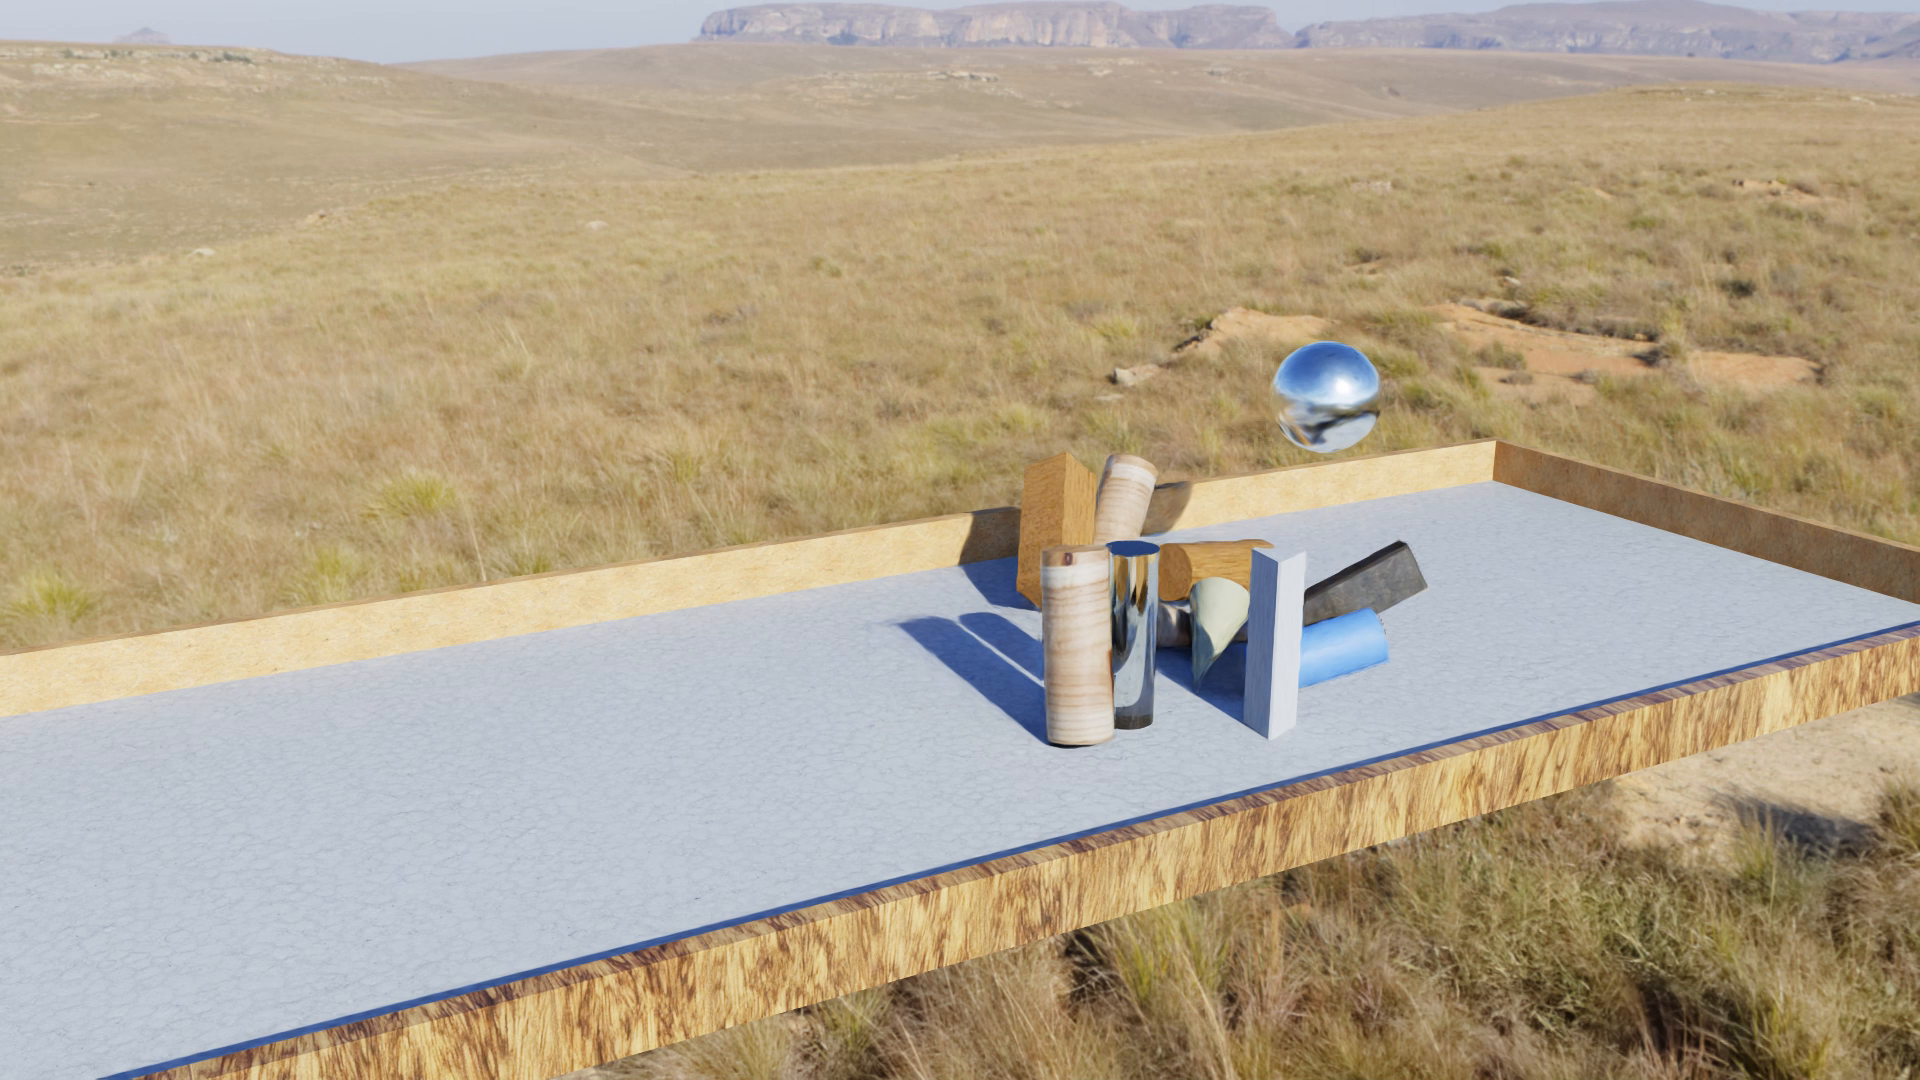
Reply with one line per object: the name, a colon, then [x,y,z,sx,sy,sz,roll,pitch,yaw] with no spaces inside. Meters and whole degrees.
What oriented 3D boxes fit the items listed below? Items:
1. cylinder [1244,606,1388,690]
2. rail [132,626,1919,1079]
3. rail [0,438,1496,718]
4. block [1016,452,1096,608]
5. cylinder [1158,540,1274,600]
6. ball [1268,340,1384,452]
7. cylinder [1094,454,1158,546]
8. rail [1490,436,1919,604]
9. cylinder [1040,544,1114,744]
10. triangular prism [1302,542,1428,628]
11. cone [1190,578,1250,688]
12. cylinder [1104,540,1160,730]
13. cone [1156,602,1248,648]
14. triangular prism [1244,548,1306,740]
cylinder: [0.866,0.276,4.017,0.316,0.140,0.140,-18,17,0]
rail: [-2.336,1.006,1.665,12.000,0.150,0.050,-9,18,-27]
rail: [-3.305,0.497,3.399,12.000,0.150,0.050,-9,18,-27]
block: [0.276,-0.023,4.671,0.149,0.413,0.149,-20,-40,34]
cylinder: [0.724,0.083,4.673,0.409,0.160,0.160,-2,13,-44]
ball: [0.998,-0.390,4.500,0.305,0.305,0.305,0,16,0]
cylinder: [0.445,-0.036,4.764,0.156,0.403,0.156,16,-23,7]
rail: [2.466,-0.048,5.253,0.050,0.150,2.100,-9,18,-27]
cylinder: [0.267,0.235,3.748,0.157,0.434,0.157,-2,6,0]
triangular prism: [0.953,0.141,4.195,0.430,0.149,0.129,-29,-30,6]
cone: [0.632,0.266,4.205,0.170,0.170,0.322,6,43,20]
cylinder: [0.393,0.222,3.850,0.130,0.423,0.130,0,16,0]
cone: [0.659,0.247,4.397,0.348,0.136,0.136,9,15,-10]
triangular prism: [0.710,0.232,3.806,0.104,0.427,0.120,13,21,38]
